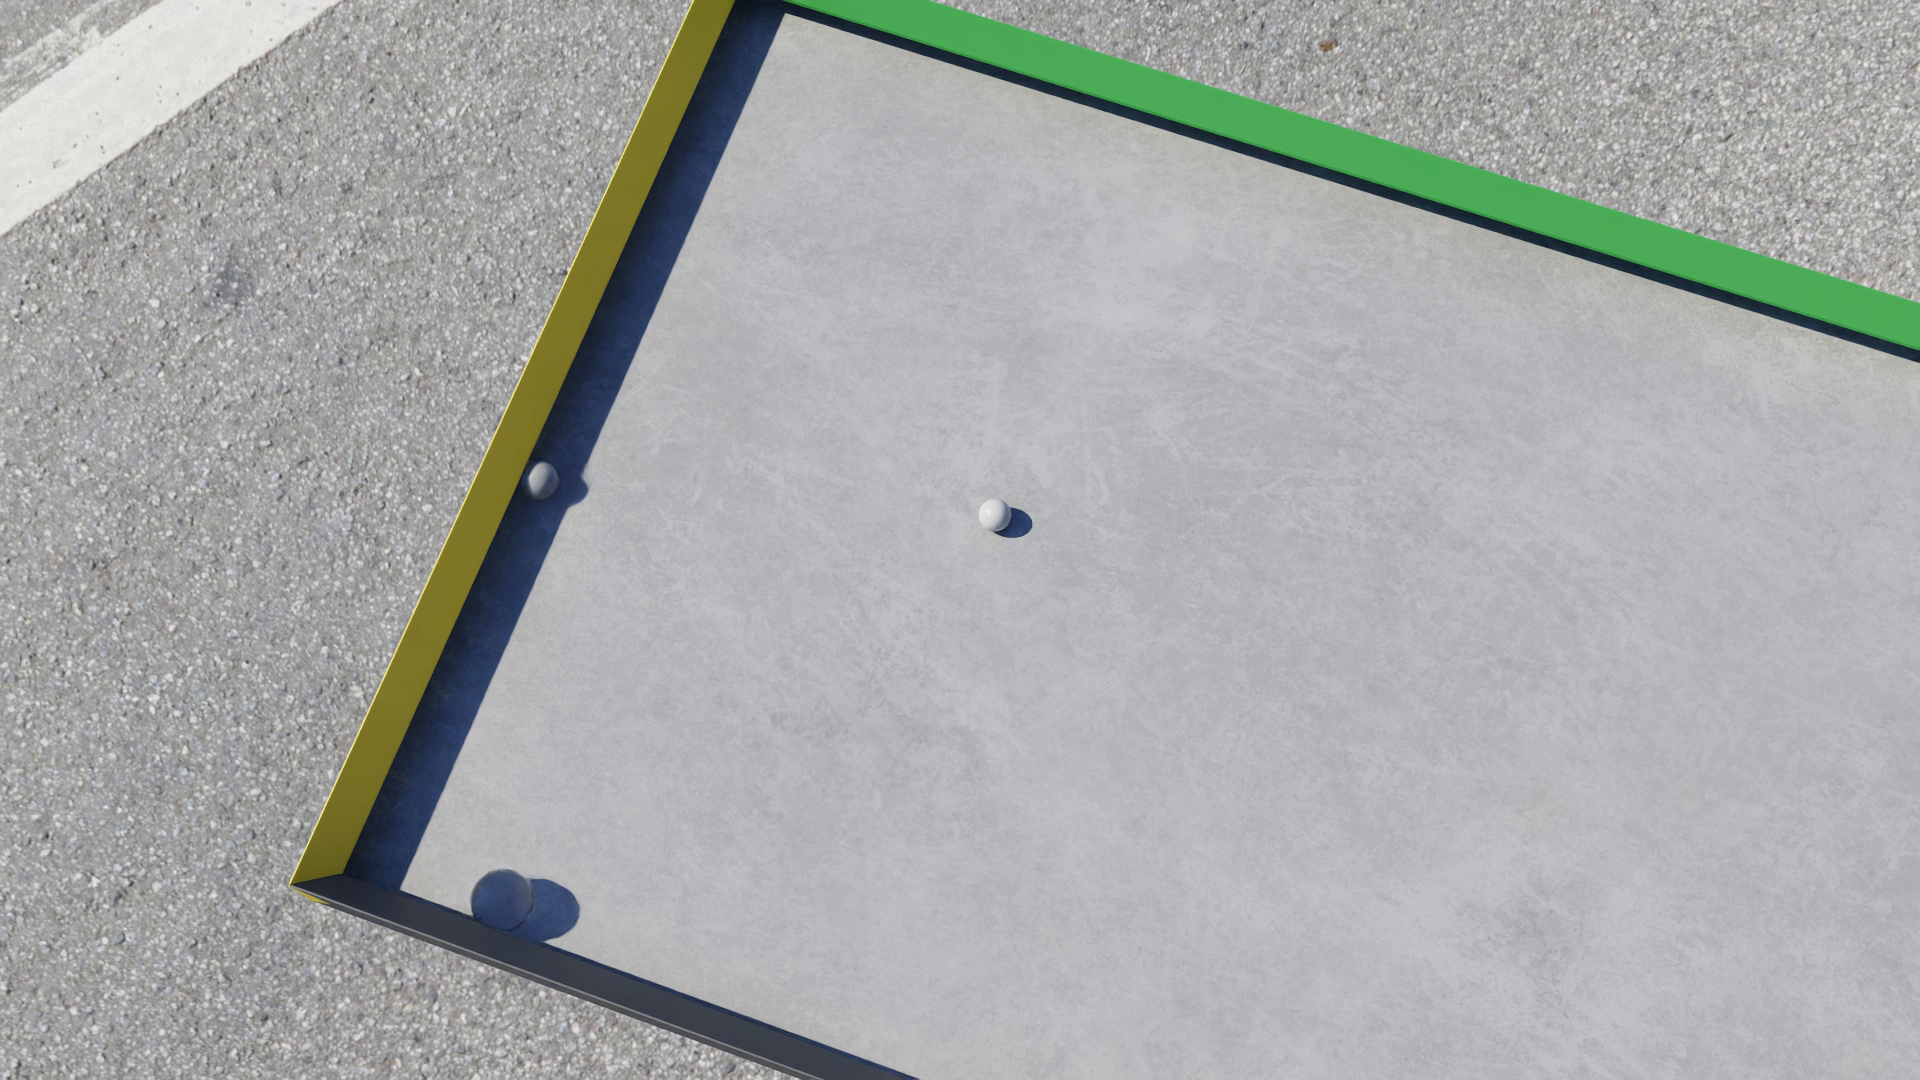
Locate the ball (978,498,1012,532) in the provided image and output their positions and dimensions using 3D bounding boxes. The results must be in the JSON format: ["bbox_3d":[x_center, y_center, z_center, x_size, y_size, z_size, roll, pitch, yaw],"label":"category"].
[{"bbox_3d":[0.055,-0.039,3.451,0.052,0.052,0.052,0,71,0],"label":"ball"}]

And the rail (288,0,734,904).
[{"bbox_3d":[-0.661,-0.231,3.481,0.045,0.120,1.699,18,72,6],"label":"rail"}]

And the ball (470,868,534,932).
[{"bbox_3d":[-0.673,0.529,3.230,0.092,0.092,0.092,0,71,0],"label":"ball"}]

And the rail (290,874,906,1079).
[{"bbox_3d":[0.408,0.952,3.066,2.900,0.120,0.045,18,72,6],"label":"rail"}]

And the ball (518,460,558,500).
[{"bbox_3d":[-0.664,-0.095,3.464,0.063,0.063,0.063,0,71,0],"label":"ball"}]

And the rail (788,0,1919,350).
[{"bbox_3d":[0.959,-0.517,3.581,2.900,0.120,0.045,18,72,6],"label":"rail"}]
